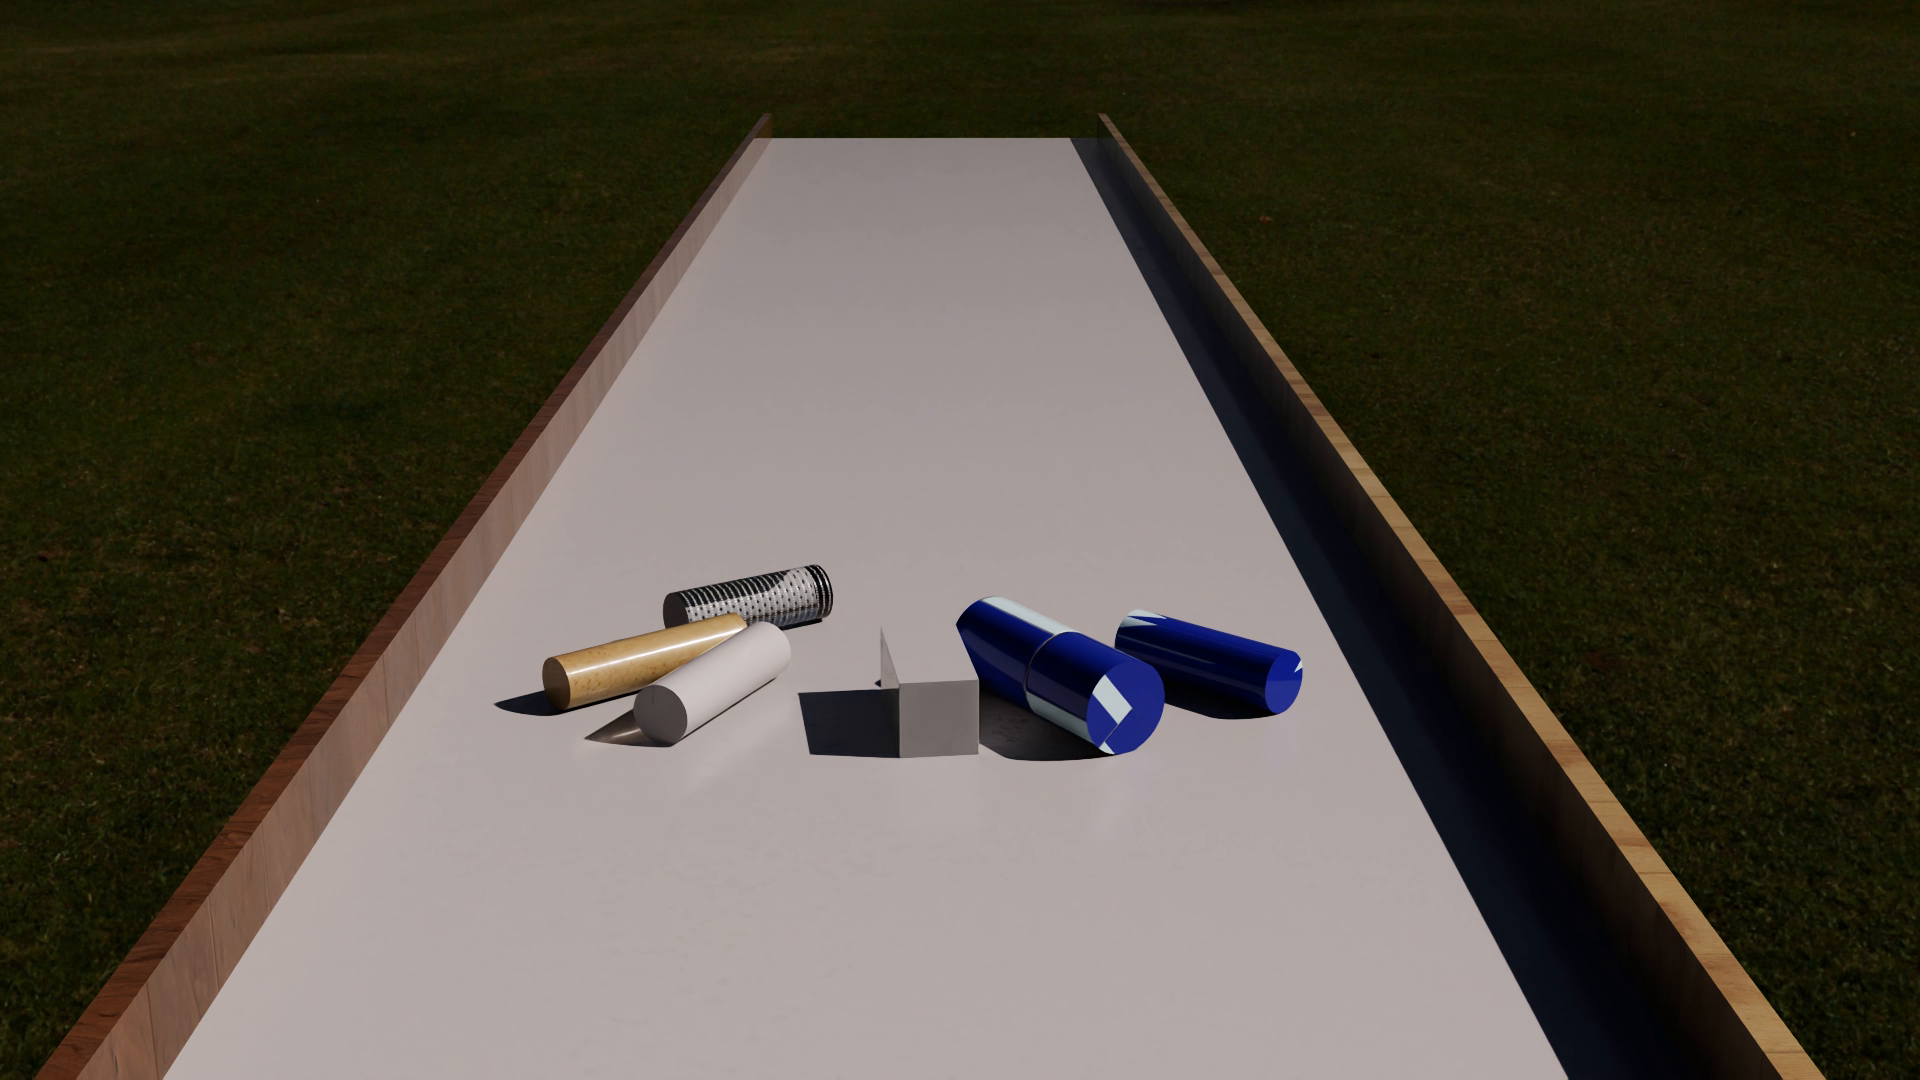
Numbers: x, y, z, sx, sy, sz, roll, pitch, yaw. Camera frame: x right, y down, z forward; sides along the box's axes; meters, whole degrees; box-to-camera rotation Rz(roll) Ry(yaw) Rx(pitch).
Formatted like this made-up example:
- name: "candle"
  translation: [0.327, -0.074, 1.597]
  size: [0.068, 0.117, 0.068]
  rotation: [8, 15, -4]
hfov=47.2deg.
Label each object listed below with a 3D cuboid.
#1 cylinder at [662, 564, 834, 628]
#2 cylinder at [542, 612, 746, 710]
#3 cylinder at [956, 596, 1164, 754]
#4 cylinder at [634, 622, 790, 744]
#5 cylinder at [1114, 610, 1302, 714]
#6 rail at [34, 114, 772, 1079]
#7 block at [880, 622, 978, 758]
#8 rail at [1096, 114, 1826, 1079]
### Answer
- name: "cylinder"
  translation: [-0.438, 0.136, 4.561]
  size: [0.339, 0.116, 0.116]
  rotation: [-11, 20, -33]
- name: "cylinder"
  translation: [-0.603, 0.233, 4.263]
  size: [0.411, 0.104, 0.104]
  rotation: [-14, 21, -38]
- name: "cylinder"
  translation: [0.175, 0.246, 4.094]
  size: [0.175, 0.175, 0.441]
  rotation: [-11, 20, -32]
- name: "cylinder"
  translation: [-0.461, 0.265, 4.138]
  size: [0.114, 0.114, 0.389]
  rotation: [7, 18, 23]
- name: "cylinder"
  translation: [0.476, 0.231, 4.237]
  size: [0.360, 0.122, 0.122]
  rotation: [15, 22, 41]
- name: "rail"
  translation: [-1.118, -0.838, 7.780]
  size: [0.050, 0.150, 12.000]
  rotation: [0, 17, -1]
- name: "block"
  translation: [-0.059, 0.273, 4.057]
  size: [0.143, 0.143, 0.318]
  rotation: [-2, 17, -8]
- name: "rail"
  translation: [0.932, -0.844, 7.801]
  size: [0.050, 0.150, 12.000]
  rotation: [0, 17, -1]
